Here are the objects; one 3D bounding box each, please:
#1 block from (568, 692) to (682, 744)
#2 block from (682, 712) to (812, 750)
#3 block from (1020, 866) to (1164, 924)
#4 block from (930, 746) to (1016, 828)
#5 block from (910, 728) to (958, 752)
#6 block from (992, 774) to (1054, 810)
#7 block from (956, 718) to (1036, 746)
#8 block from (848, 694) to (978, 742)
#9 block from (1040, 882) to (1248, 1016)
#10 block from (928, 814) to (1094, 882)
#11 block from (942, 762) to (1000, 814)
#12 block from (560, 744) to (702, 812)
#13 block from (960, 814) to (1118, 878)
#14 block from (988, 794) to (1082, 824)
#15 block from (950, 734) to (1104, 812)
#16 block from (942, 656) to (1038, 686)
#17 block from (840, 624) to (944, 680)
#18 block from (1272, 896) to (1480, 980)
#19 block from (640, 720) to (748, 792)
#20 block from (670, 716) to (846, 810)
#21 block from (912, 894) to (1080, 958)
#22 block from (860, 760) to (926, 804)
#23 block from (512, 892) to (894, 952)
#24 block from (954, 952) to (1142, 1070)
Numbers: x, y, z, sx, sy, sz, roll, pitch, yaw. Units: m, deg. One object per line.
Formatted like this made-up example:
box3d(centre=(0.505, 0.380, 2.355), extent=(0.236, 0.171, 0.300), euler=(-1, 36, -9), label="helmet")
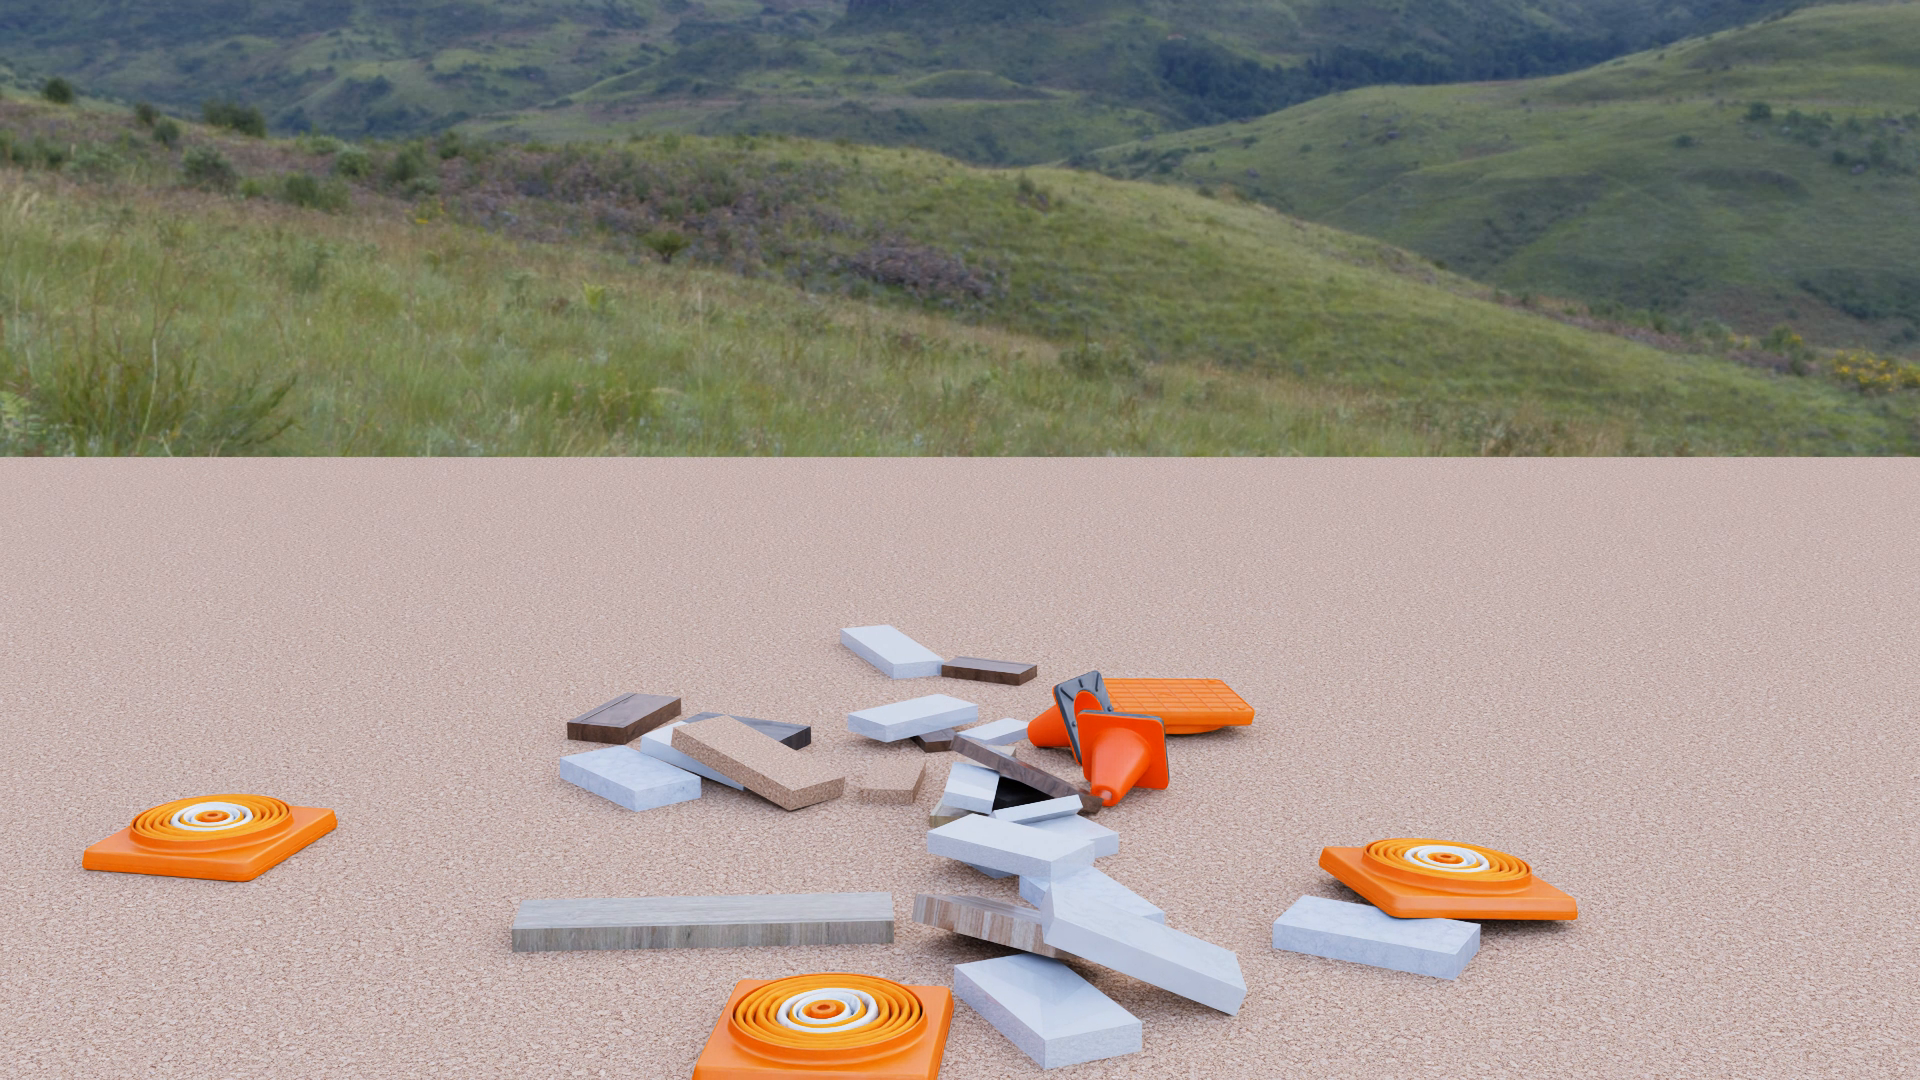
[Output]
box3d(centre=(-0.715, 0.380, 4.697), extent=(0.132, 0.037, 0.264), euler=(4, 11, 19), label="block")
box3d(centre=(-0.457, 0.405, 4.565), extent=(0.264, 0.037, 0.132), euler=(5, 12, 26), label="block")
box3d(centre=(0.211, 0.590, 3.570), extent=(0.129, 0.037, 0.258), euler=(-5, 12, -24), label="block")
box3d(centre=(0.029, 0.472, 4.240), extent=(0.081, 0.023, 0.479), euler=(2, 11, 11), label="block")
box3d(centre=(-0.055, 0.408, 4.585), extent=(0.081, 0.023, 0.162), euler=(-3, 11, -17), label="block")
box3d(centre=(0.099, 0.474, 4.145), extent=(0.090, 0.026, 0.180), euler=(19, 15, 32), label="block")
box3d(centre=(0.078, 0.406, 4.599), extent=(0.081, 0.023, 0.162), euler=(9, 14, 41), label="block")
box3d(centre=(-0.098, 0.372, 4.617), extent=(0.252, 0.036, 0.126), euler=(-9, 14, -41), label="block")
box3d(centre=(0.266, 0.597, 3.219), extent=(0.299, 0.042, 0.149), euler=(22, 10, -4), label="block")
box3d(centre=(0.086, 0.522, 3.736), extent=(0.258, 0.037, 0.129), euler=(8, 13, 37), label="block")
box3d(centre=(0.022, 0.455, 4.045), extent=(0.090, 0.026, 0.180), euler=(12, 12, 3), label="block")
box3d(centre=(-0.641, 0.460, 4.260), extent=(0.144, 0.041, 0.287), euler=(-8, 13, -38), label="block")
box3d(centre=(0.136, 0.536, 3.858), extent=(0.258, 0.037, 0.129), euler=(-7, 12, -31), label="block")
box3d(centre=(0.122, 0.500, 3.942), extent=(0.180, 0.025, 0.090), euler=(-7, -27, -31), label="block")
box3d(centre=(0.124, 0.438, 4.127), extent=(0.289, 0.028, 0.100), euler=(22, -1, 27), label="block")
box3d(centre=(0.068, 0.305, 5.128), extent=(0.200, 0.028, 0.100), euler=(5, 12, 26), label="block")
box3d(centre=(-0.166, 0.268, 5.307), extent=(0.126, 0.036, 0.398), euler=(-4, 11, -21), label="block")
box3d(centre=(0.647, 0.616, 3.419), extent=(0.287, 0.041, 0.144), euler=(6, 12, 27), label="block")
box3d(centre=(-0.492, 0.425, 4.346), extent=(0.252, 0.036, 0.126), euler=(17, 17, 27), label="block")
box3d(centre=(-0.392, 0.427, 4.248), extent=(0.333, 0.041, 0.144), euler=(22, 20, 36), label="block")
box3d(centre=(0.085, 0.592, 3.376), extent=(0.299, 0.042, 0.149), euler=(5, -5, 44), label="block")
box3d(centre=(-0.128, 0.467, 4.255), extent=(0.100, 0.028, 0.200), euler=(1, 11, 6), label="block")
box3d(centre=(-0.403, 0.605, 3.488), extent=(0.591, 0.037, 0.132), euler=(-1, 11, -4), label="block")
box3d(centre=(0.121, 0.667, 3.140), extent=(0.149, 0.042, 0.299), euler=(-5, 12, -24), label="block")
